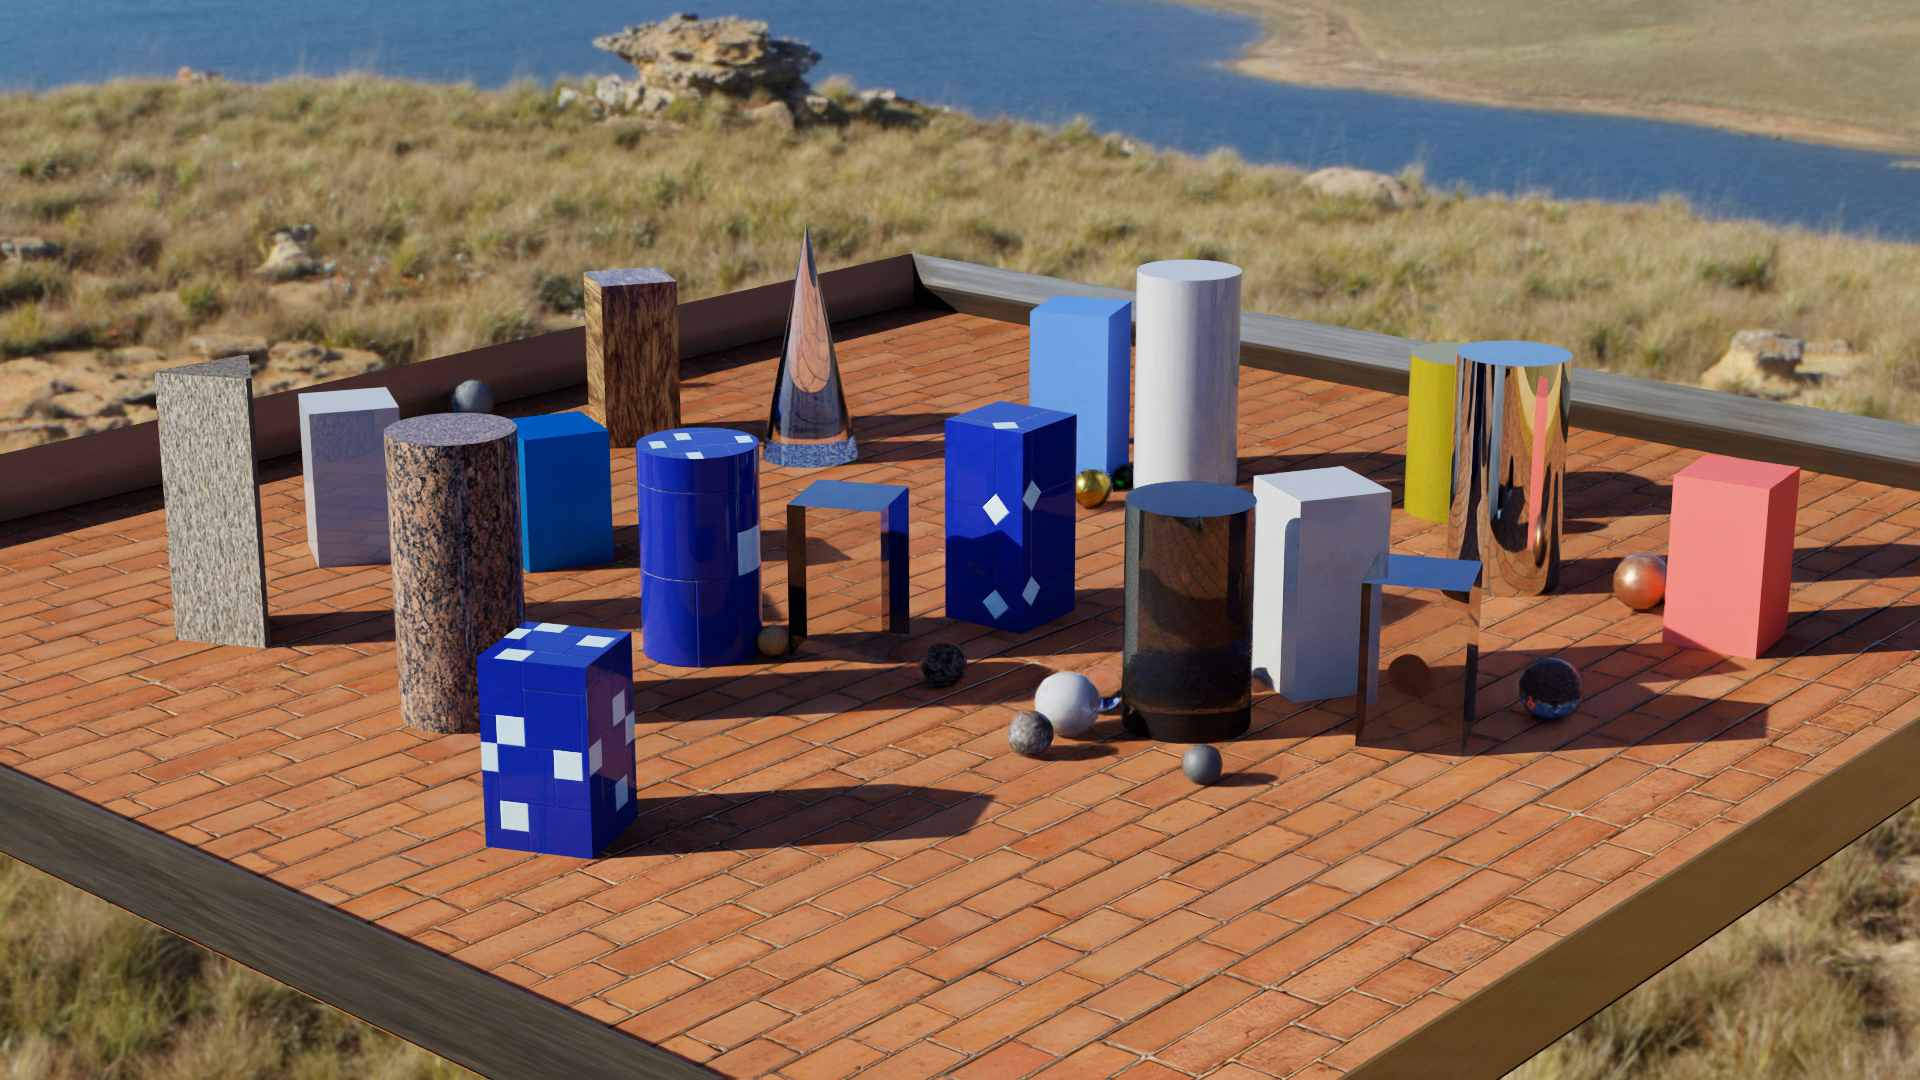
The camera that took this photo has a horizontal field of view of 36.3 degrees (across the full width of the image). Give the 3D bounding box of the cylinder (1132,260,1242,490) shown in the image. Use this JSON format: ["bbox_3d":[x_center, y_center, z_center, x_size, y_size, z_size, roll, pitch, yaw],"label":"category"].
[{"bbox_3d":[0.435,-0.291,5.620,0.199,0.461,0.199,0,17,0],"label":"cylinder"}]

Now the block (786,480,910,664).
[{"bbox_3d":[-0.183,0.051,4.838,0.159,0.259,0.159,5,17,15],"label":"block"}]

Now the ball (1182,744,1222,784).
[{"bbox_3d":[0.353,0.326,4.272,0.058,0.058,0.058,0,17,0],"label":"ball"}]

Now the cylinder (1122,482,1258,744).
[{"bbox_3d":[0.349,0.109,4.474,0.199,0.357,0.199,0,17,0],"label":"cylinder"}]

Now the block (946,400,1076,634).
[{"bbox_3d":[0.086,-0.041,4.986,0.159,0.348,0.159,12,20,34],"label":"block"}]

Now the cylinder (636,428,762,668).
[{"bbox_3d":[-0.426,0.011,4.810,0.199,0.352,0.199,0,17,0],"label":"cylinder"}]

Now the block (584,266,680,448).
[{"bbox_3d":[-0.685,-0.383,6.131,0.159,0.343,0.159,-6,18,-19],"label":"block"}]

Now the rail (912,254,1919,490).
[{"bbox_3d":[1.125,-0.341,6.361,3.342,0.129,0.045,14,22,39],"label":"rail"}]

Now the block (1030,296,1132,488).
[{"bbox_3d":[0.238,-0.291,5.812,0.159,0.352,0.159,6,18,19],"label":"block"}]

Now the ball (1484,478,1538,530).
[{"bbox_3d":[1.035,-0.067,5.506,0.099,0.099,0.099,0,17,0],"label":"ball"}]

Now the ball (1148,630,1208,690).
[{"bbox_3d":[0.347,0.191,4.659,0.094,0.094,0.094,0,17,0],"label":"ball"}]

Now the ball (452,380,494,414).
[{"bbox_3d":[-1.045,-0.297,6.286,0.090,0.090,0.090,0,17,0],"label":"ball"}]

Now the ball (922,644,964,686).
[{"bbox_3d":[-0.027,0.199,4.673,0.070,0.070,0.070,0,17,0],"label":"ball"}]

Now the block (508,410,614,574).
[{"bbox_3d":[-0.736,-0.089,5.324,0.159,0.246,0.159,-8,19,-25],"label":"block"}]

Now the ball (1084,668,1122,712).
[{"bbox_3d":[0.219,0.233,4.563,0.068,0.068,0.068,0,17,0],"label":"ball"}]

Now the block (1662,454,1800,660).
[{"bbox_3d":[1.280,0.025,4.869,0.159,0.289,0.159,11,20,31],"label":"block"}]

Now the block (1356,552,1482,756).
[{"bbox_3d":[0.695,0.172,4.437,0.159,0.259,0.159,5,17,16],"label":"block"}]

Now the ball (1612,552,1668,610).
[{"bbox_3d":[1.174,0.072,5.045,0.100,0.100,0.100,0,17,0],"label":"ball"}]

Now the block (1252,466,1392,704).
[{"bbox_3d":[0.569,0.069,4.655,0.159,0.329,0.159,-6,18,-20],"label":"block"}]

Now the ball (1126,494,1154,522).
[{"bbox_3d":[0.341,-0.059,5.559,0.054,0.054,0.054,0,17,0],"label":"ball"}]

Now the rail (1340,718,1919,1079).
[{"bbox_3d":[1.244,0.344,4.086,0.045,0.129,3.480,14,22,39],"label":"rail"}]

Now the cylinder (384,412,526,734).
[{"bbox_3d":[-0.771,0.050,4.501,0.199,0.455,0.199,0,17,0],"label":"cylinder"}]

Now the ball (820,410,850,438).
[{"bbox_3d":[-0.262,-0.244,6.156,0.062,0.062,0.062,0,17,0],"label":"ball"}]

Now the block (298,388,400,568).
[{"bbox_3d":[-1.106,-0.115,5.343,0.159,0.286,0.159,-6,18,-18],"label":"block"}]

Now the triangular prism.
[{"bbox_3d":[-1.210,-0.068,4.887,0.172,0.458,0.149,5,17,15],"label":"triangular prism"}]

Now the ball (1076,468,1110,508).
[{"bbox_3d":[0.253,-0.100,5.657,0.076,0.076,0.076,0,17,0],"label":"ball"}]

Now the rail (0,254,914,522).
[{"bbox_3d":[-1.244,-0.279,6.154,0.045,0.129,3.480,14,22,39],"label":"rail"}]

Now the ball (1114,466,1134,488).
[{"bbox_3d":[0.326,-0.125,5.797,0.042,0.042,0.042,0,17,0],"label":"ball"}]

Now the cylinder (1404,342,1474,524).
[{"bbox_3d":[0.955,-0.206,5.606,0.199,0.307,0.199,0,17,0],"label":"cylinder"}]

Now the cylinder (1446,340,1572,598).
[{"bbox_3d":[0.964,-0.126,5.157,0.199,0.414,0.199,0,17,0],"label":"cylinder"}]

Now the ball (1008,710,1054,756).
[{"bbox_3d":[0.105,0.289,4.376,0.069,0.069,0.069,0,17,0],"label":"ball"}]

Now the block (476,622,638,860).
[{"bbox_3d":[-0.555,0.275,4.061,0.159,0.277,0.159,5,17,16],"label":"block"}]

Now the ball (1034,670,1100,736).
[{"bbox_3d":[0.162,0.249,4.458,0.099,0.099,0.099,0,17,0],"label":"ball"}]

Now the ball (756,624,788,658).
[{"bbox_3d":[-0.307,0.166,4.813,0.053,0.053,0.053,0,17,0],"label":"ball"}]

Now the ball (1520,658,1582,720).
[{"bbox_3d":[0.912,0.229,4.526,0.096,0.096,0.096,0,17,0],"label":"ball"}]

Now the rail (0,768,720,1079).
[{"bbox_3d":[-1.125,0.406,3.879,3.342,0.129,0.045,14,22,39],"label":"rail"}]

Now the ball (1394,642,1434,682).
[{"bbox_3d":[0.727,0.195,4.693,0.066,0.066,0.066,0,17,0],"label":"ball"}]

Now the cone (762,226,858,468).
[{"bbox_3d":[-0.309,-0.407,5.967,0.199,0.483,0.199,0,17,0],"label":"cone"}]
